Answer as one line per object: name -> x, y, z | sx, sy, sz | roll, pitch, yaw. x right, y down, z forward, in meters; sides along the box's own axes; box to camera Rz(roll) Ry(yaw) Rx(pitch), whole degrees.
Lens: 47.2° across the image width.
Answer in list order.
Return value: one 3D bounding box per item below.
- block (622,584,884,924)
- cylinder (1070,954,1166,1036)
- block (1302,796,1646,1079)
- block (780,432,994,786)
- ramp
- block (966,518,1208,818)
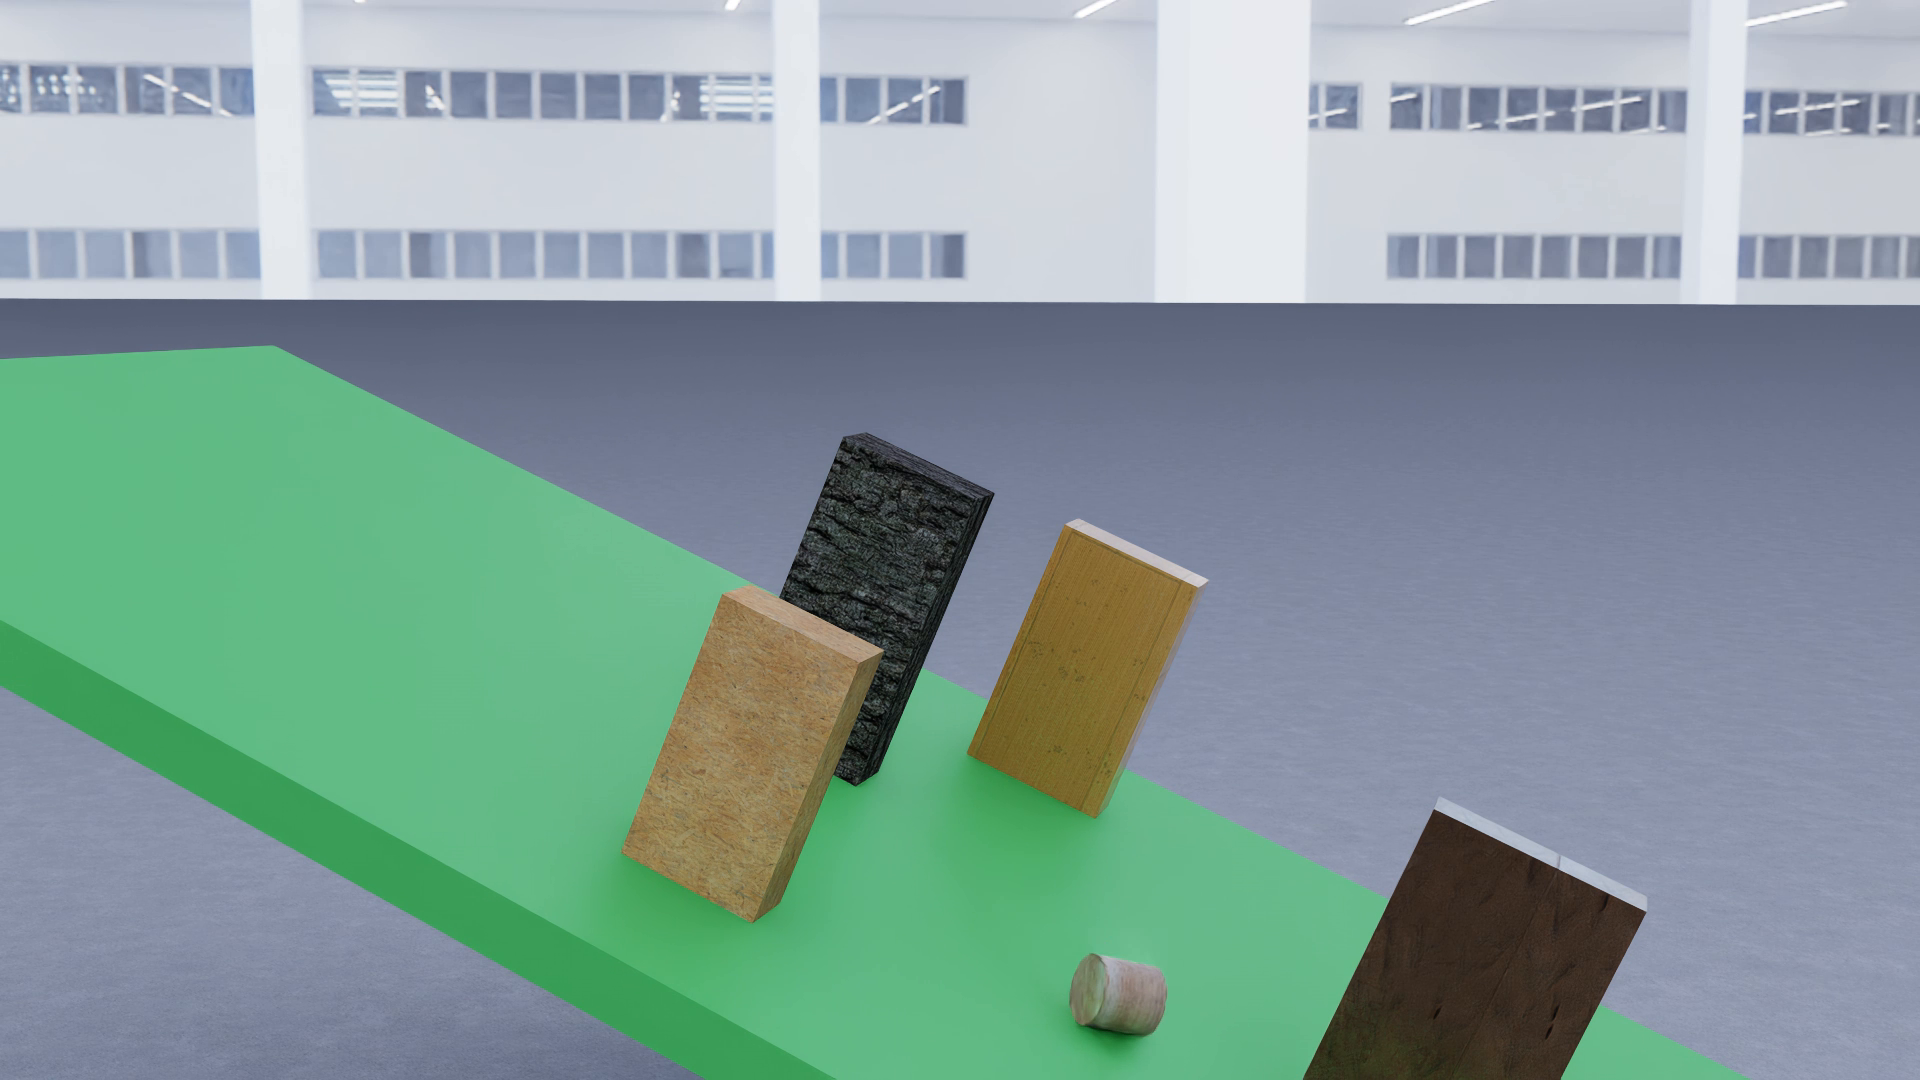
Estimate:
block -> -0.334, 0.341, 3.529 | 0.248, 0.468, 0.118 | 26, 13, 13
cylinder -> 0.262, 0.754, 3.645 | 0.117, 0.117, 0.117 | 16, 0, -23
block -> 0.816, 0.754, 3.561 | 0.356, 0.572, 0.090 | 26, 13, 13
block -> -0.192, 0.133, 4.275 | 0.285, 0.614, 0.132 | 26, 13, 13
ramp -> -0.292, 0.510, 4.186 | 4.000, 0.100, 2.000 | 26, 13, 13
block -> 0.268, 0.270, 4.652 | 0.308, 0.543, 0.118 | 26, 13, 13
